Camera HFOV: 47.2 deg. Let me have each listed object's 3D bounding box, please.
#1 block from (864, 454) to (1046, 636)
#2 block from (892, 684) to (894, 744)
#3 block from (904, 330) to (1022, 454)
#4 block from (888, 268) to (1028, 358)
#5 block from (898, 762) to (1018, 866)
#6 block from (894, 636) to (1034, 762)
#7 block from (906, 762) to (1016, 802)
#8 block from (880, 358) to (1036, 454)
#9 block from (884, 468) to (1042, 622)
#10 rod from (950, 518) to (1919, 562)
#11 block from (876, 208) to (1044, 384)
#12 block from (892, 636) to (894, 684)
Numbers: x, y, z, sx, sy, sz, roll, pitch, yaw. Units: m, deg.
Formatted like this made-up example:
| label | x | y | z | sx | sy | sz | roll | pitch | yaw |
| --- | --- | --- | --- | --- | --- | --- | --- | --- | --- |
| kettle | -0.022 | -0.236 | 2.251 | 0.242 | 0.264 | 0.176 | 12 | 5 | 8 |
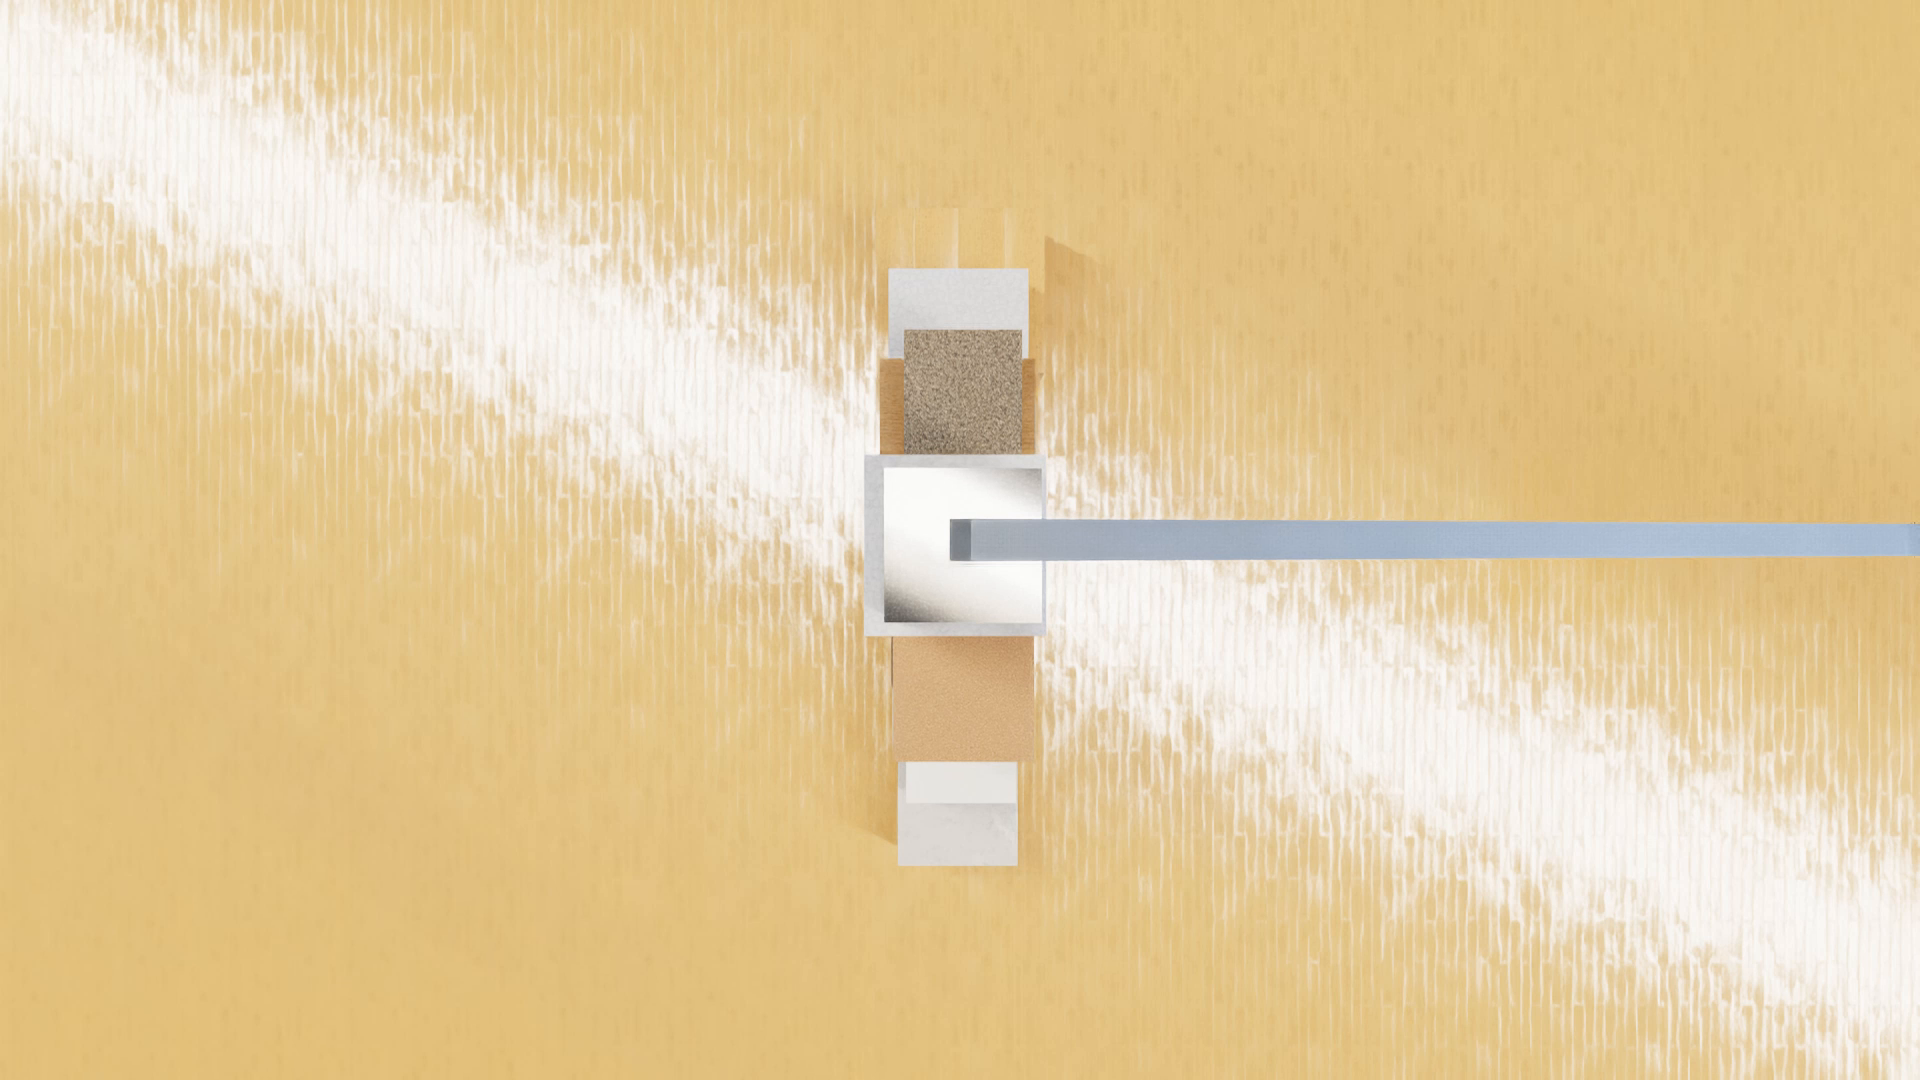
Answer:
| label | x | y | z | sx | sy | sz | roll | pitch | yaw |
| --- | --- | --- | --- | --- | --- | --- | --- | --- | --- |
| block | -0.019 | 0.022 | 9.153 | 0.730 | 0.703 | 0.725 | 0 | 90 | 0 |
| block | -0.004 | 0.791 | 12.652 | 0.750 | 0.695 | 0.695 | 0 | 90 | 0 |
| block | 0.014 | -0.652 | 10.407 | 0.544 | 0.602 | 0.647 | 0 | 92 | 0 |
| block | -0.007 | -1.079 | 11.732 | 0.726 | 0.639 | 0.658 | 0 | 90 | 0 |
| block | -0.013 | 1.484 | 12.640 | 0.668 | 0.720 | 0.671 | 0 | 90 | 0 |
| block | 0.017 | 0.684 | 10.475 | 0.650 | 0.729 | 0.665 | 0 | 91 | 0 |
| block | 0.006 | 1.079 | 11.990 | 0.584 | 0.582 | 0.648 | 0 | 89 | 0 |
| block | -0.013 | -0.573 | 11.066 | 0.758 | 0.705 | 0.646 | 0 | 92 | 0 |
| block | 0.011 | 0.020 | 8.497 | 0.587 | 0.610 | 0.576 | 0 | 90 | 0 |
| rod | 2.234 | 0.000 | 5.436 | 5.200 | 0.080 | 0.080 | 0 | 90 | -31 |
| block | 0.003 | -1.368 | 12.526 | 0.920 | 0.949 | 0.903 | 0 | 90 | 0 |
| block | 0.010 | 0.339 | 11.870 | 0.735 | 0.870 | 0.822 | 0 | 90 | 0 |
